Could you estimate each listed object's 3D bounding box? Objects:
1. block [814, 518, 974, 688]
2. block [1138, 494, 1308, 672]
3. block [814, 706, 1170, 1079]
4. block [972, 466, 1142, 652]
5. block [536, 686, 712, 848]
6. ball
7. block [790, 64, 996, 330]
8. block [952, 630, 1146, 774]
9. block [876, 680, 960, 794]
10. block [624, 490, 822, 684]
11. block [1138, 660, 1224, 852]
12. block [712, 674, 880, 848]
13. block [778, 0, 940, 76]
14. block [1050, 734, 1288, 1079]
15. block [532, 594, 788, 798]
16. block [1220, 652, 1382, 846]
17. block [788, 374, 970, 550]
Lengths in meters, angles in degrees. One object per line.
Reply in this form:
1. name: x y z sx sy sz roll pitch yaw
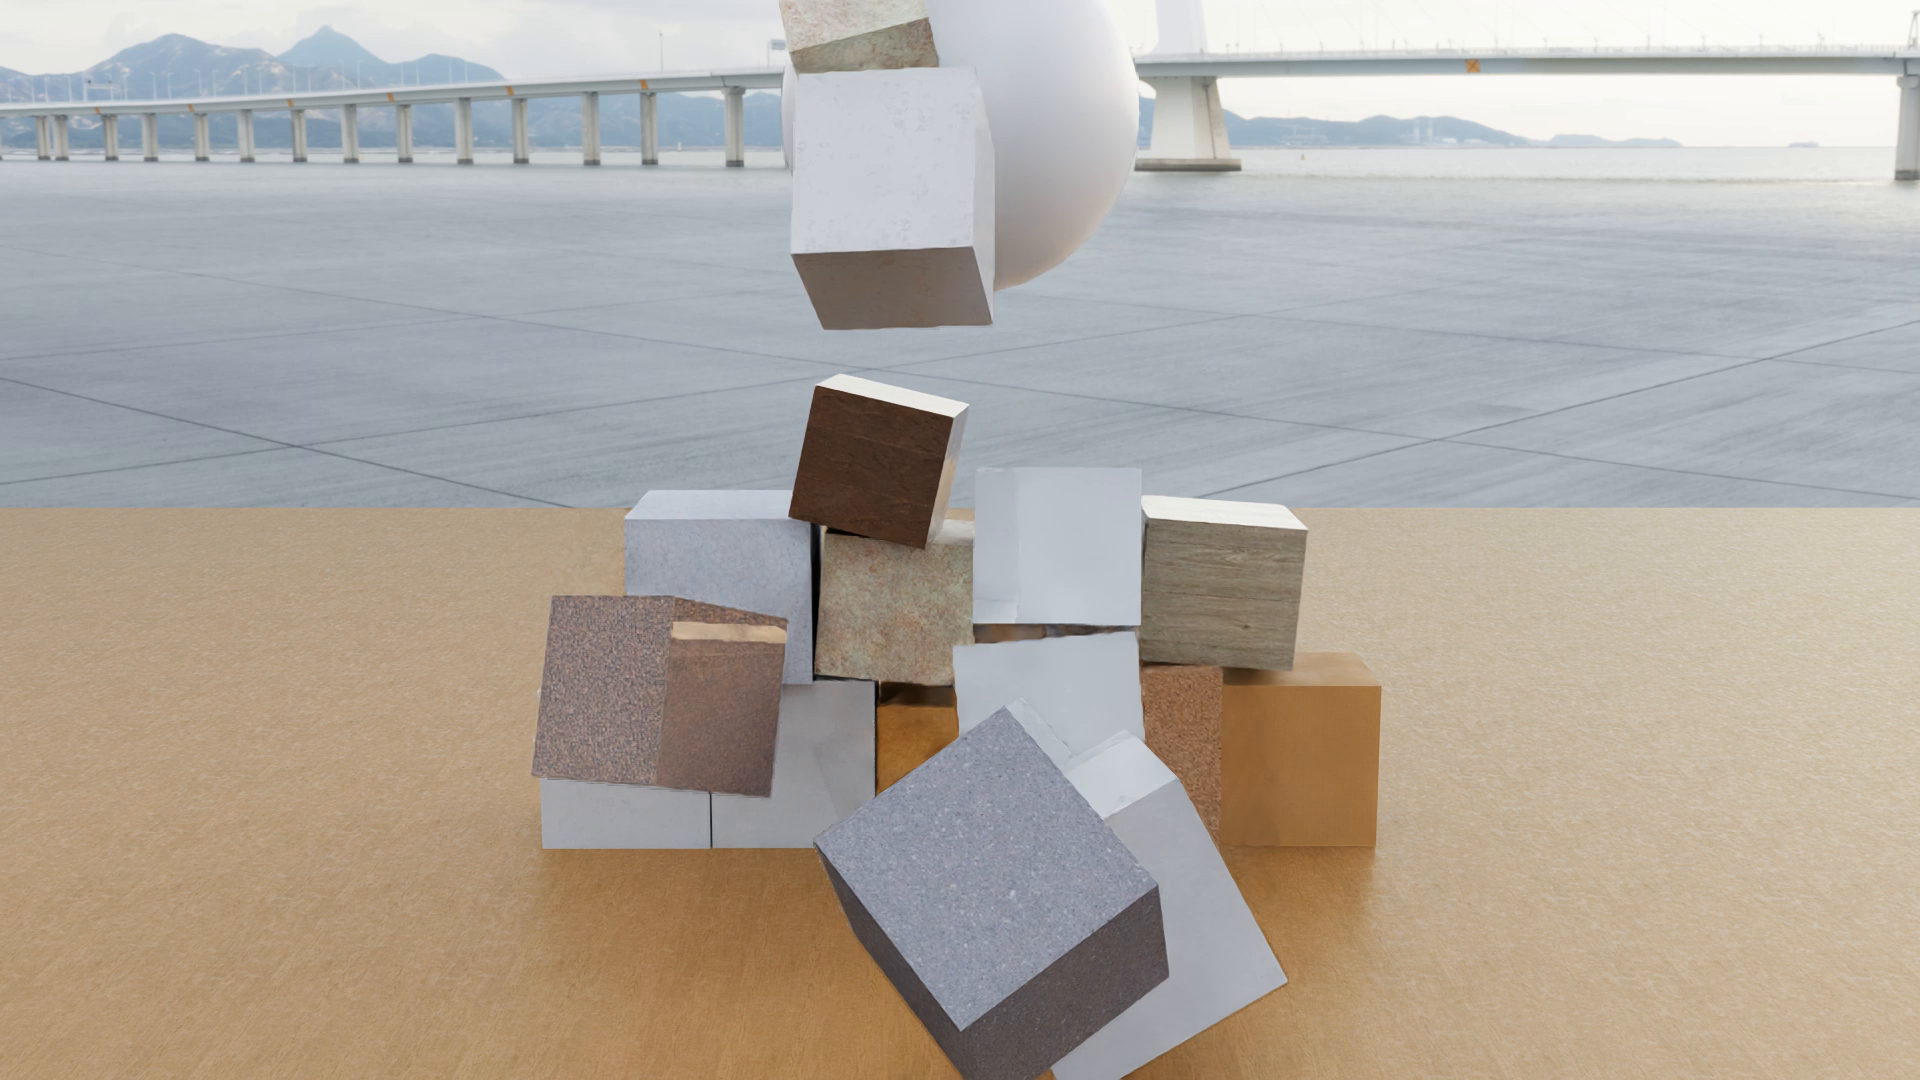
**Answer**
1. block: -0.306 0.288 11.218 0.766 0.716 0.725 5 10 0
2. block: 1.283 0.207 11.215 0.787 0.719 0.729 4 10 -2
3. block: 0.120 1.195 7.095 0.745 0.772 0.790 -34 60 -13
4. block: 0.473 0.152 10.568 0.776 0.765 0.814 1 -19 3
5. block: -1.674 1.074 11.395 0.844 0.810 0.871 0 10 0
6. ball: 0.000 -1.893 9.784 1.600 1.600 1.600 0 10 0
7. block: -0.238 -1.292 8.397 0.669 0.743 0.684 -1 -19 7
8. block: 0.398 0.853 9.502 0.765 0.843 0.755 -5 -4 2
9. block: -0.005 1.122 11.379 0.821 0.721 0.773 0 10 0
10. block: -1.181 0.223 11.207 0.907 0.828 0.899 0 10 0
11. block: 0.856 1.018 11.372 0.869 0.929 1.005 0 10 0
12. block: -0.834 1.052 11.370 0.817 0.862 0.806 0 10 0
13. block: -0.401 -2.032 8.751 0.551 0.441 0.484 -14 -26 2
14. block: 0.546 1.410 8.308 0.910 0.881 0.745 -29 10 -3
15. block: -1.295 0.677 9.536 0.740 0.780 0.711 0 -9 37
16. block: 1.695 1.068 11.368 0.801 0.831 0.736 0 10 0
17. block: -0.390 -0.398 10.845 0.681 0.656 0.671 14 10 5
